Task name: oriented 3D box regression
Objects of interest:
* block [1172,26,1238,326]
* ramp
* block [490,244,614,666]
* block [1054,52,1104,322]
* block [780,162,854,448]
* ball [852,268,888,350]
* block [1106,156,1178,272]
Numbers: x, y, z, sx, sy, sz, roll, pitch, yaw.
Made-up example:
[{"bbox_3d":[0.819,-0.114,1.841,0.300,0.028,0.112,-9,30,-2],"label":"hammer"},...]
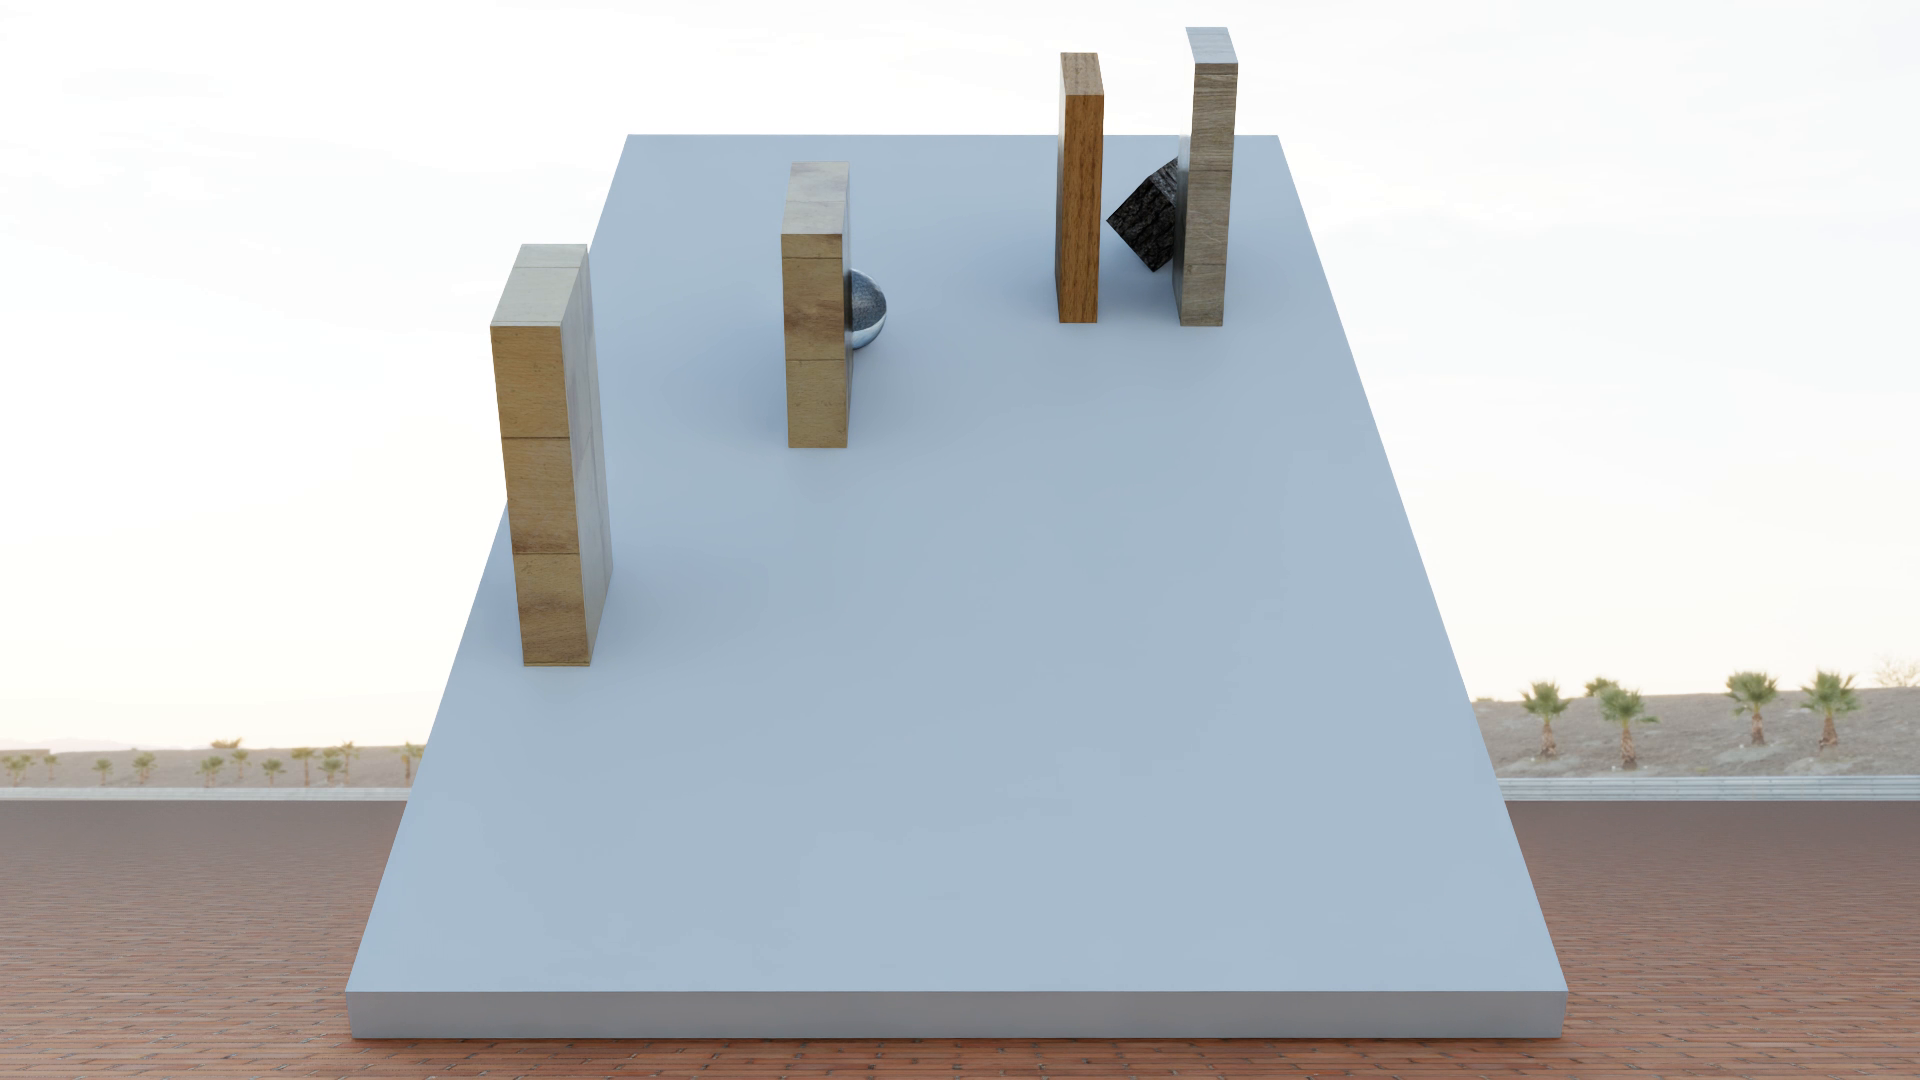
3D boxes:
[{"bbox_3d":[0.621,-0.923,6.145,0.107,0.700,0.283,0,30,0],"label":"block"},{"bbox_3d":[-0.013,-0.212,5.703,2.000,0.100,4.000,0,30,0],"label":"ramp"},{"bbox_3d":[-0.800,-0.167,4.773,0.130,0.741,0.390,0,30,0],"label":"block"},{"bbox_3d":[0.305,-0.906,6.202,0.097,0.612,0.327,0,30,0],"label":"block"},{"bbox_3d":[-0.331,-0.556,5.665,0.136,0.534,0.444,0,30,0],"label":"block"},{"bbox_3d":[-0.286,-0.576,6.029,0.207,0.207,0.207,0,-6,0],"label":"ball"},{"bbox_3d":[0.557,-0.880,6.506,0.190,0.190,0.190,-44,-2,41],"label":"block"}]
